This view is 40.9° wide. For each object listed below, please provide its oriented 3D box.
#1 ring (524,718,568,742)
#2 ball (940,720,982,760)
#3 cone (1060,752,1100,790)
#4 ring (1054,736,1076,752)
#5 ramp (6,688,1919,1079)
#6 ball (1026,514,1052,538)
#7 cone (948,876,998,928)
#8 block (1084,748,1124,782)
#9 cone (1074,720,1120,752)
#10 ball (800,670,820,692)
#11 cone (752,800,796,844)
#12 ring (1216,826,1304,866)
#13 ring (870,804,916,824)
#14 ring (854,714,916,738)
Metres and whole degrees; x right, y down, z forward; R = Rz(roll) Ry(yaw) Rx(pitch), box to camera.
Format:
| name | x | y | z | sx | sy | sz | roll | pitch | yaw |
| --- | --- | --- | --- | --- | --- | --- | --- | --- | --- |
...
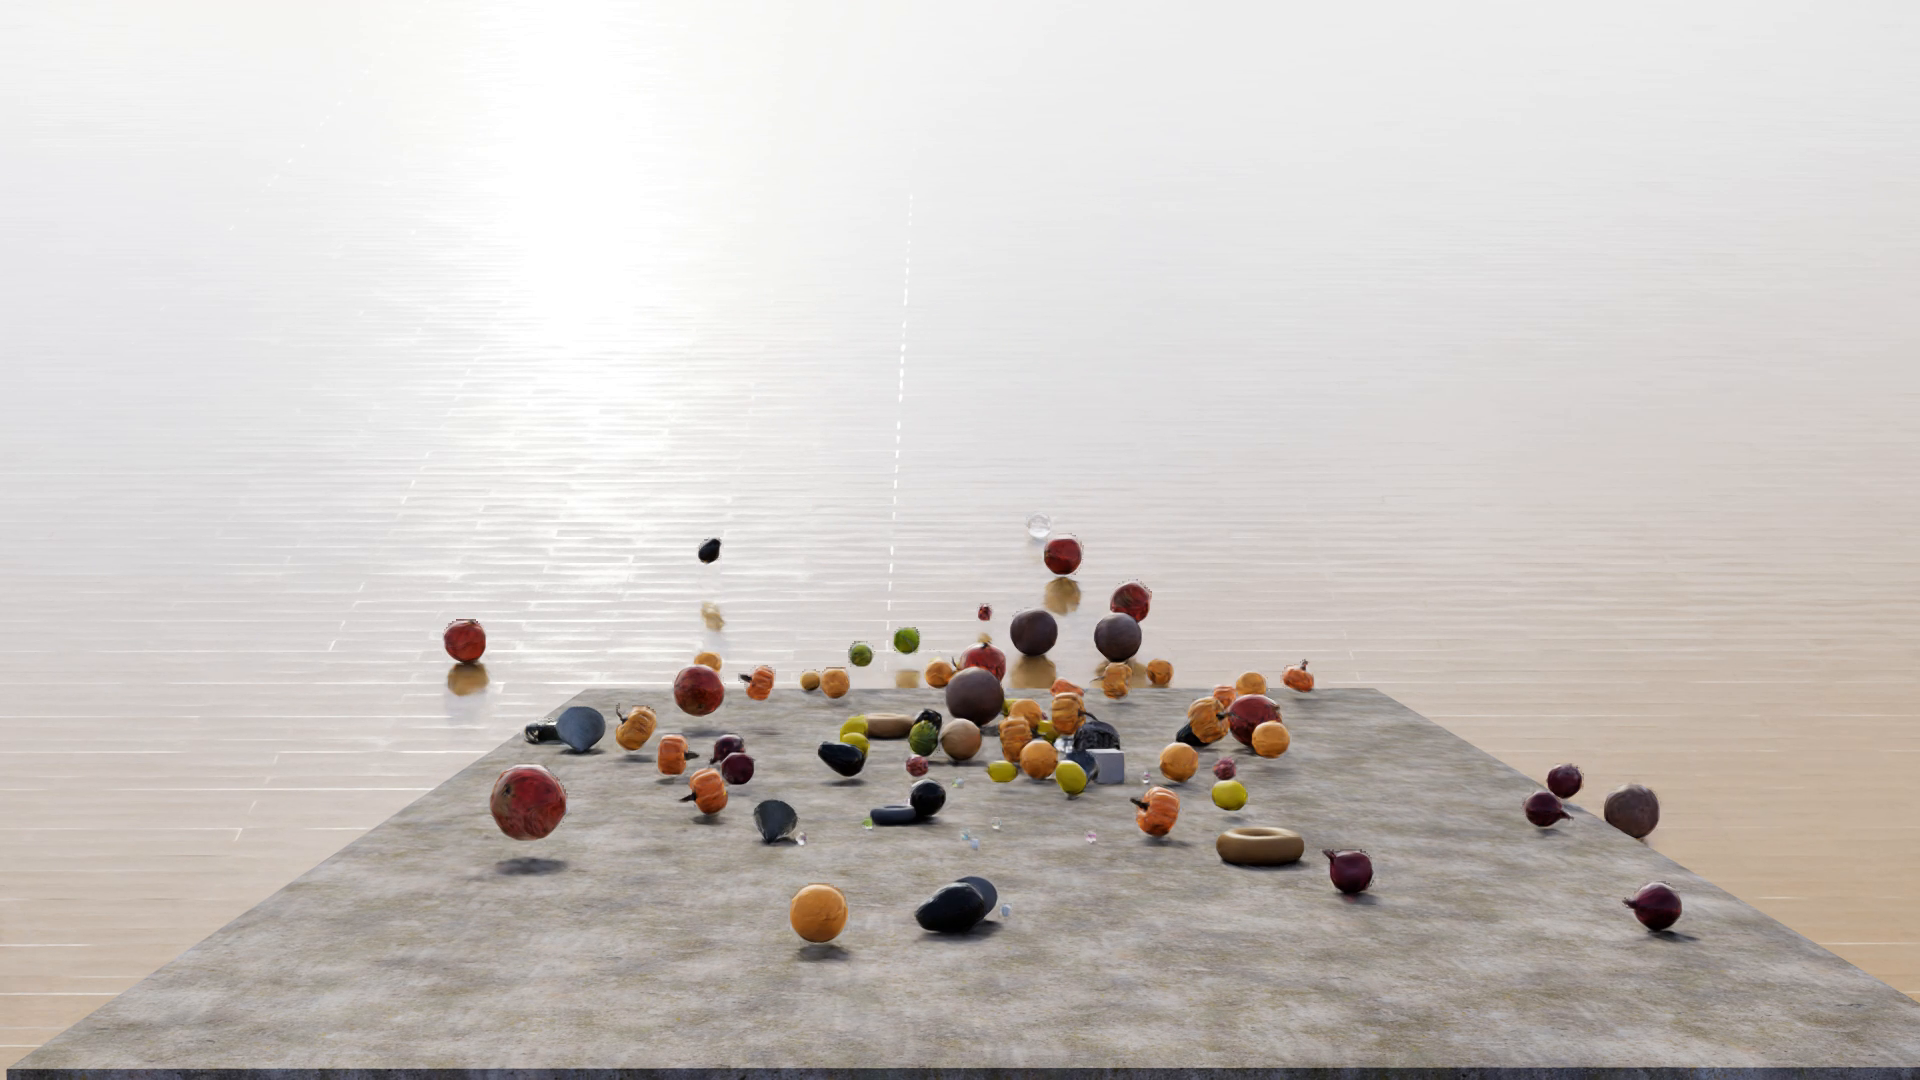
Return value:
| name | x | y | z | sx | sy | sz | roll | pitch | yaw |
| --- | --- | --- | --- | --- | --- | --- | --- | --- | --- |
| ring | -0.851 | 0.399 | 5.394 | 0.123 | 0.041 | 0.123 | -1 | 3 | 0 |
| ball | 0.003 | 0.391 | 5.040 | 0.081 | 0.081 | 0.081 | 0 | 24 | 0 |
| cone | 0.211 | 0.430 | 4.632 | 0.072 | 0.072 | 0.072 | 4 | 29 | 8 |
| ring | 0.230 | 0.412 | 5.193 | 0.080 | 0.027 | 0.080 | -1 | 3 | 0 |
| ramp | 0.055 | 0.499 | 4.546 | 2.000 | 0.100 | 4.000 | 0 | 2 | 0 |
| ball | 0.235 | -0.042 | 7.617 | 0.075 | 0.075 | 0.075 | 0 | 24 | 0 |
| cone | 0.015 | 0.479 | 3.307 | 0.067 | 0.067 | 0.067 | 1 | 35 | 2 |
| block | 0.266 | 0.415 | 4.736 | 0.055 | 0.055 | 0.055 | -1 | 2 | -21 |
| cone | 0.264 | 0.413 | 4.973 | 0.092 | 0.092 | 0.092 | 1 | 29 | 3 |
| ball | -0.376 | 0.354 | 6.465 | 0.051 | 0.051 | 0.051 | 0 | 24 | 0 |
| cone | -0.293 | 0.453 | 4.008 | 0.071 | 0.071 | 0.071 | 2 | 30 | 4 |
| ring | 0.445 | 0.454 | 3.820 | 0.130 | 0.043 | 0.130 | -1 | 3 | 0 |
| ring | -0.109 | 0.449 | 4.214 | 0.077 | 0.026 | 0.077 | 1 | 1 | 0 |
| ring | -0.158 | 0.394 | 5.467 | 0.134 | 0.045 | 0.134 | 1 | 1 | 0 |
